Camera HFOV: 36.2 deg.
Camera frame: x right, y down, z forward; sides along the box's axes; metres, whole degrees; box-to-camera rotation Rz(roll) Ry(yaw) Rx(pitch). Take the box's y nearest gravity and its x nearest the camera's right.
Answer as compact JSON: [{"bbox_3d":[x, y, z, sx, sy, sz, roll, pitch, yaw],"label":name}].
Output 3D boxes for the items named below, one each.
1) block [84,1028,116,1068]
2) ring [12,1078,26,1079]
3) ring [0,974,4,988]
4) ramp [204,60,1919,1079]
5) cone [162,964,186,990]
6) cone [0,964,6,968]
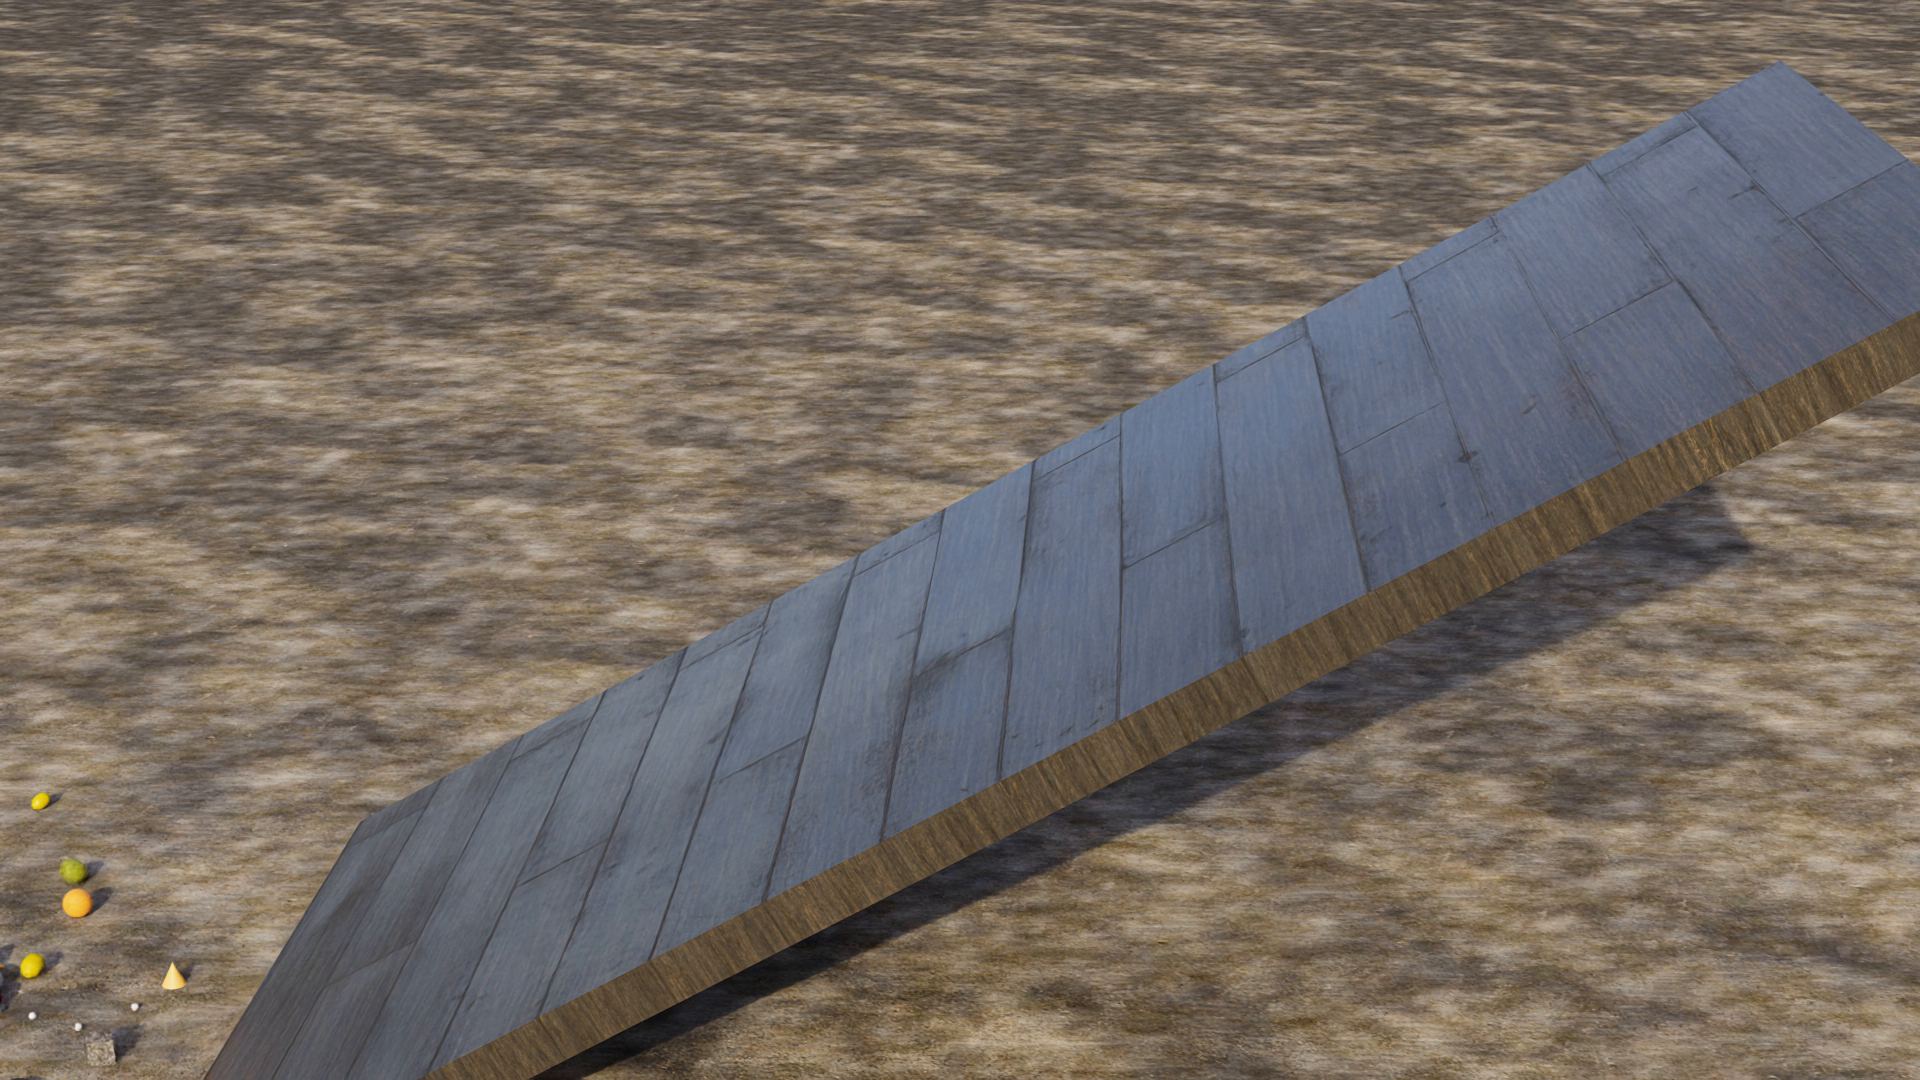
[{"bbox_3d":[-1.927,1.138,6.590,0.058,0.058,0.058,-6,19,-18],"label":"block"},{"bbox_3d":[-2.067,1.206,6.437,0.083,0.028,0.083,0,20,0],"label":"ring"},{"bbox_3d":[-2.318,1.041,6.899,0.144,0.048,0.144,0,17,0],"label":"ring"},{"bbox_3d":[0.142,0.168,6.284,4.000,0.100,2.000,-28,15,12],"label":"ramp"},{"bbox_3d":[-1.856,1.022,6.941,0.056,0.056,0.056,0,18,0],"label":"cone"},{"bbox_3d":[-2.310,1.011,7.011,0.072,0.072,0.072,20,6,-33],"label":"cone"}]
